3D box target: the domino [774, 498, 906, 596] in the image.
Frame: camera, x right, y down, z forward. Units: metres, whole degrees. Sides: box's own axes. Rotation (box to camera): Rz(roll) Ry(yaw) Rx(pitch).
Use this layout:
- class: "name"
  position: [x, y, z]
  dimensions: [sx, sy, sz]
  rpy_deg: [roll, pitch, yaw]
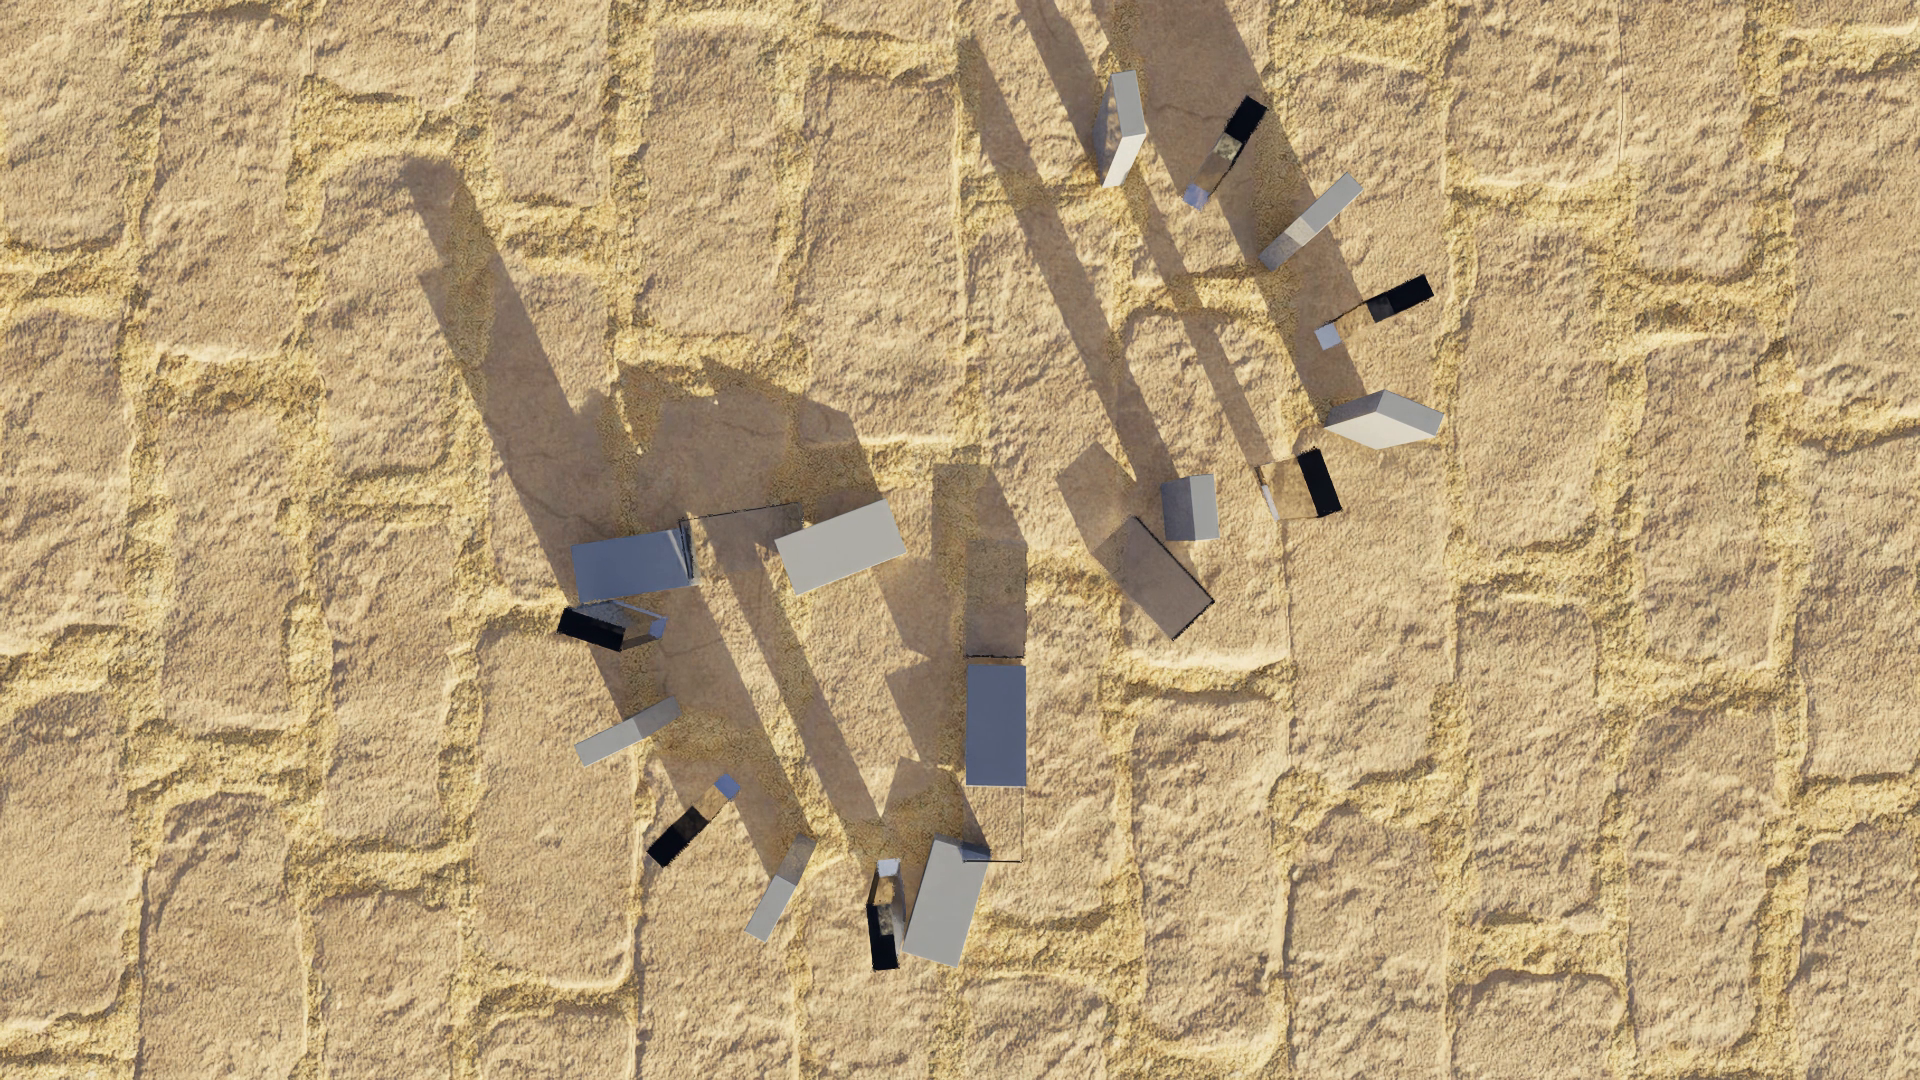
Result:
- class: "domino"
  position: [-0.051, 0.003, 0.389]
  dimensions: [0.050, 0.009, 0.025]
  rpy_deg: [-21, 93, -13]

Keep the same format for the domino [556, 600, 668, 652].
- class: "domino"
  position: [-0.141, 0.034, 0.375]
  dimensions: [0.025, 0.050, 0.010]
  rpy_deg: [18, 90, 0]

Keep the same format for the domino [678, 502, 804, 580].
- class: "domino"
  position: [-0.092, 0.000, 0.390]
  dimensions: [0.050, 0.009, 0.025]
  rpy_deg: [-10, 90, -11]

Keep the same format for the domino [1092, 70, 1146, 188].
- class: "domino"
  position: [0.064, -0.167, 0.375]
  dimensions: [0.009, 0.050, 0.025]
  rpy_deg: [-10, 90, 0]

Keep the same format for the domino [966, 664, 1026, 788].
- class: "domino"
  position: [0.015, 0.079, 0.388]
  dimensions: [0.025, 0.010, 0.050]
  rpy_deg: [1, 72, 0]

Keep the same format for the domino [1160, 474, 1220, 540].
- class: "domino"
  position: [0.093, -0.013, 0.375]
  dimensions: [0.009, 0.050, 0.025]
  rpy_deg: [-5, 90, 0]

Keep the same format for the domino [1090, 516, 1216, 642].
- class: "domino"
  position: [0.083, 0.016, 0.395]
  dimensions: [0.025, 0.010, 0.050]
  rpy_deg: [-43, 90, 0]

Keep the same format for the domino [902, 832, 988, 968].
- class: "domino"
  position: [-0.006, 0.155, 0.395]
  dimensions: [0.025, 0.009, 0.050]
  rpy_deg: [17, 90, 0]

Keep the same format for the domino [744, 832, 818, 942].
- class: "domino"
  position: [-0.072, 0.141, 0.375]
  dimensions: [0.009, 0.050, 0.025]
  rpy_deg: [29, 90, 0]

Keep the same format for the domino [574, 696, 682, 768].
- class: "domino"
  position: [-0.134, 0.077, 0.375]
  dimensions: [0.025, 0.050, 0.009]
  rpy_deg: [-26, 90, 0]

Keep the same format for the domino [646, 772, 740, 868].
- class: "domino"
  position: [-0.108, 0.113, 0.375]
  dimensions: [0.025, 0.050, 0.009]
  rpy_deg: [-44, 90, 0]

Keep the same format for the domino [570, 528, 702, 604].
- class: "domino"
  position: [-0.139, 0.011, 0.395]
  dimensions: [0.050, 0.010, 0.025]
  rpy_deg: [-9, 90, 0]

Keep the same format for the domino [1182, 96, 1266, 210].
- class: "domino"
  position: [0.107, -0.157, 0.375]
  dimensions: [0.009, 0.050, 0.025]
  rpy_deg: [31, 90, 0]

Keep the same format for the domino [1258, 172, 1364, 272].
- class: "domino"
  position: [0.142, -0.129, 0.375]
  dimensions: [0.025, 0.050, 0.010]
  rpy_deg: [-43, 90, 0]

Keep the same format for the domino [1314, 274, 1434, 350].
- class: "domino"
  position: [0.168, -0.092, 0.375]
  dimensions: [0.025, 0.050, 0.010]
  rpy_deg: [-25, 90, 0]

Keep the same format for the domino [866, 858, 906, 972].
- class: "domino"
  position: [-0.030, 0.152, 0.375]
  dimensions: [0.010, 0.050, 0.025]
  rpy_deg: [-6, 90, 0]

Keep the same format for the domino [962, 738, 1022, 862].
- class: "domino"
  position: [0.014, 0.110, 0.390]
  dimensions: [0.025, 0.009, 0.050]
  rpy_deg: [1, 78, 0]

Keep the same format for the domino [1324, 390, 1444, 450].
- class: "domino"
  position: [0.172, -0.049, 0.375]
  dimensions: [0.025, 0.050, 0.010]
  rpy_deg: [22, 90, 0]

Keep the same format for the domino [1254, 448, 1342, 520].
- class: "domino"
  position: [0.137, -0.022, 0.375]
  dimensions: [0.009, 0.050, 0.025]
  rpy_deg: [-21, 90, 0]

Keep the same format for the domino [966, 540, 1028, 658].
- class: "domino"
  position: [0.016, 0.025, 0.395]
  dimensions: [0.025, 0.009, 0.050]
  rpy_deg: [1, 90, 0]
